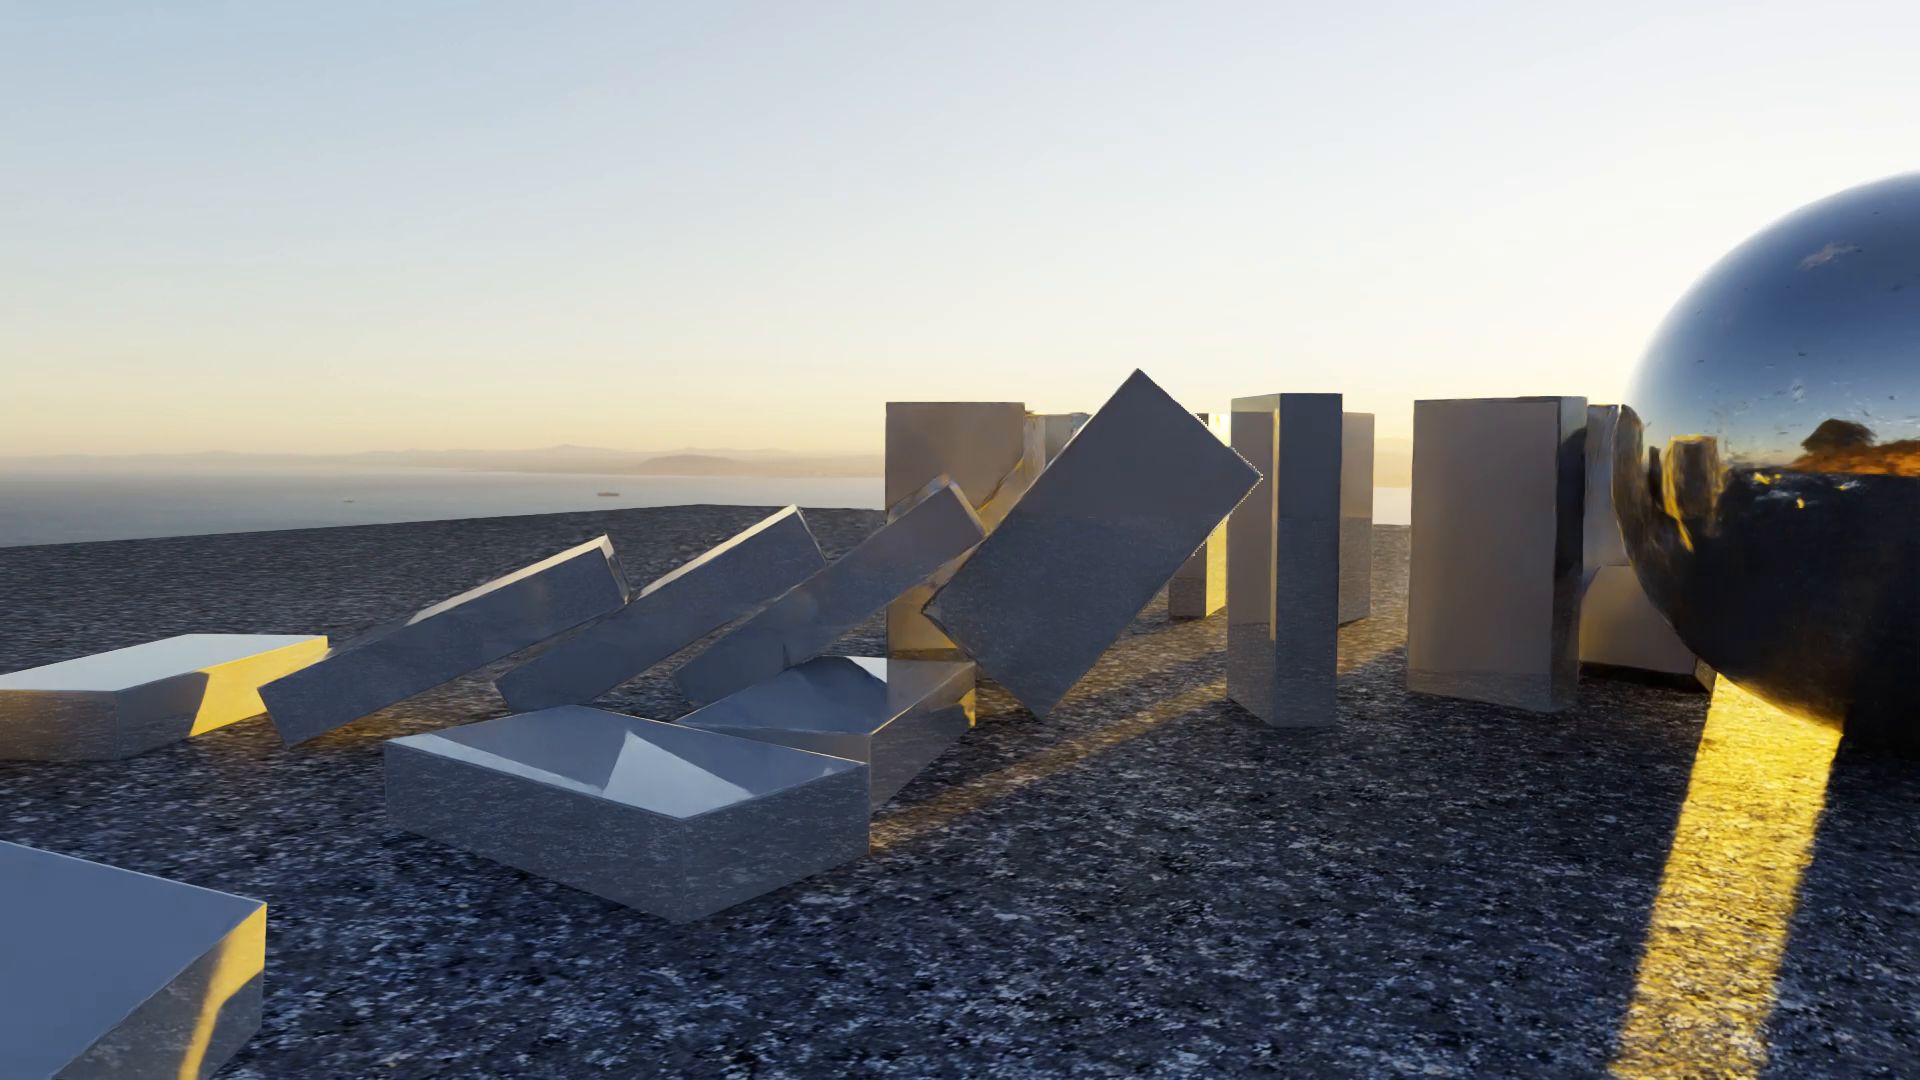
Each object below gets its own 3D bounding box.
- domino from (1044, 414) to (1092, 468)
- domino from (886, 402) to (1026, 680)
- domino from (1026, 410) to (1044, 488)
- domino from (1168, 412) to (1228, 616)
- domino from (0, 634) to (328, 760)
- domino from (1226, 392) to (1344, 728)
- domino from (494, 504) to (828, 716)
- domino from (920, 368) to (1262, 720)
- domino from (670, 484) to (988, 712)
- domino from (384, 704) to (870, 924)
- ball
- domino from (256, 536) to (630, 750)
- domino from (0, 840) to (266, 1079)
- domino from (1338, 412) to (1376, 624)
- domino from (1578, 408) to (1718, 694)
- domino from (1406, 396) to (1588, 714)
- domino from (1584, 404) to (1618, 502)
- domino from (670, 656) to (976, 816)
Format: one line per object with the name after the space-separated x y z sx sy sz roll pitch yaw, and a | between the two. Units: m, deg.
0.027 -0.007 0.329 0.009 0.050 0.025 -2 5 -21 | domino
-0.001 0.000 0.235 0.025 0.050 0.009 0 4 -1 | domino
0.007 -0.005 0.303 0.025 0.050 0.010 1 5 18 | domino
0.061 -0.007 0.327 0.009 0.050 0.025 2 5 22 | domino
-0.124 0.023 0.198 0.025 0.009 0.050 0 4 4 | domino
0.051 0.002 0.203 0.009 0.050 0.025 0 4 -5 | domino
-0.045 0.011 0.200 0.050 0.010 0.025 -30 8 -5 | domino
0.020 0.000 0.200 0.025 0.050 0.009 41 5 -1 | domino
-0.019 0.009 0.201 0.050 0.009 0.025 -34 1 4 | domino
-0.037 0.027 0.138 0.050 0.009 0.025 3 5 37 | domino
0.135 -0.011 0.178 0.080 0.080 0.080 0 4 0 | ball
-0.076 0.014 0.195 0.050 0.009 0.025 -23 9 -11 | domino
-0.071 0.026 0.072 0.050 0.009 0.025 12 15 4 | domino
0.090 -0.006 0.309 0.009 0.050 0.025 3 6 39 | domino
0.125 0.001 0.230 0.009 0.050 0.025 31 -16 -38 | domino
0.089 0.002 0.213 0.010 0.050 0.025 -4 6 -40 | domino
0.127 -0.002 0.254 0.025 0.050 0.010 0 4 -6 | domino
-0.016 0.025 0.174 0.025 0.010 0.050 1 4 15 | domino
